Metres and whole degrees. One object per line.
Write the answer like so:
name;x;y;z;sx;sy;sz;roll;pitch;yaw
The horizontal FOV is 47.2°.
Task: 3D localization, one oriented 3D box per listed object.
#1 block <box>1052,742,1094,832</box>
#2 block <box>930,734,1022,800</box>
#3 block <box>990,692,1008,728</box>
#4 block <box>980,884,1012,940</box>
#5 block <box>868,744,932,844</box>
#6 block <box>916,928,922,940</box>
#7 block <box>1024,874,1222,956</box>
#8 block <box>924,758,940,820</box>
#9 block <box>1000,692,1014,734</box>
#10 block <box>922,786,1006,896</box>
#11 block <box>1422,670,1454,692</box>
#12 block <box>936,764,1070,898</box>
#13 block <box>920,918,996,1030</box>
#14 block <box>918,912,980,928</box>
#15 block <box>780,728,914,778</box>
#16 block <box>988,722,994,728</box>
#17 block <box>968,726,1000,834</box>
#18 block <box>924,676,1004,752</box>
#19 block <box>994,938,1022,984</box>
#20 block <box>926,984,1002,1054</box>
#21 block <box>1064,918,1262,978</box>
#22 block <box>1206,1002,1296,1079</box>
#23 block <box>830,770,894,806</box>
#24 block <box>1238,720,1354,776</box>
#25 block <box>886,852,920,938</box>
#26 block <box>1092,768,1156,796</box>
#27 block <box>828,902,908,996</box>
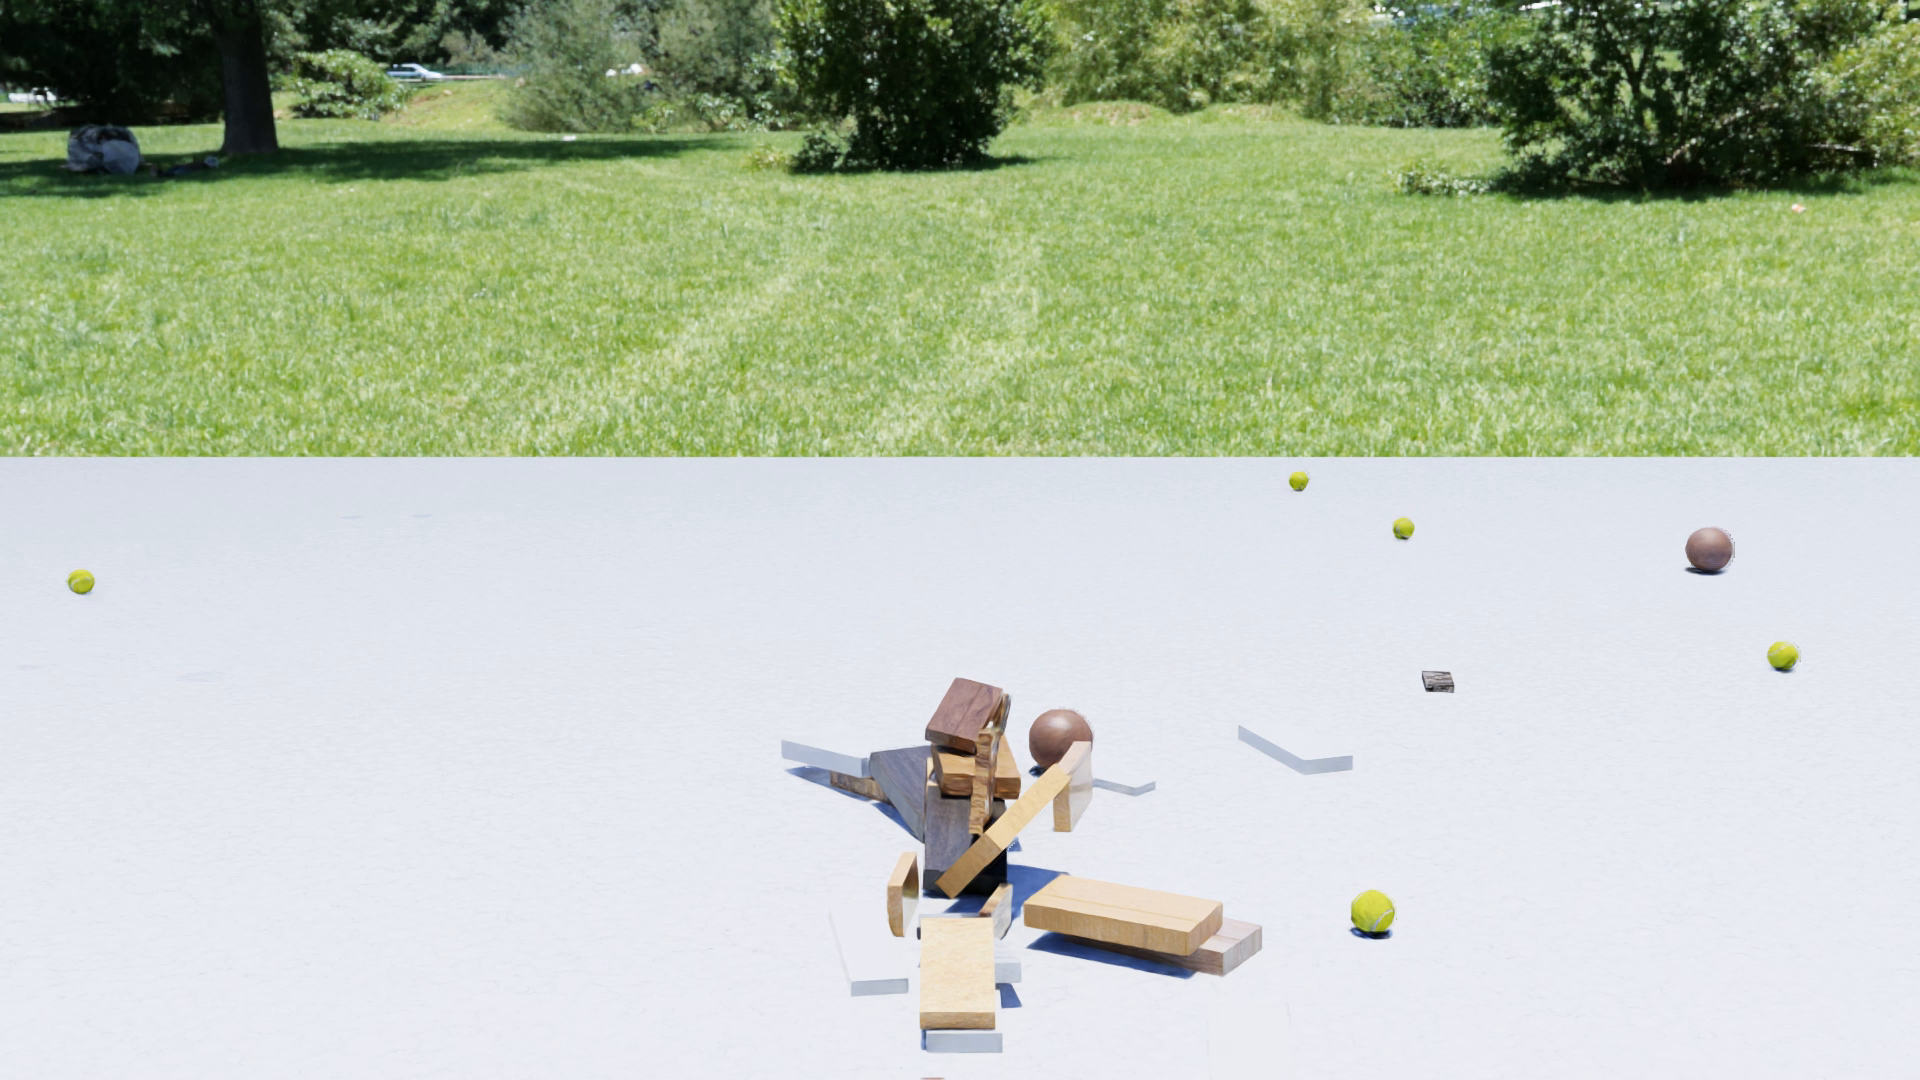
block;0.210;0.456;4.085;0.031;0.109;0.219;-1;10;14
block;0.026;0.403;3.981;0.138;0.039;0.275;5;11;-6
block;0.027;0.367;4.190;0.093;0.185;0.026;16;21;15
block;0.056;0.595;3.456;0.019;0.068;0.136;5;11;14
block;-0.056;0.466;4.052;0.135;0.038;0.270;-5;26;-23
block;-0.019;0.606;3.394;0.068;0.019;0.136;-3;-10;11
block;0.253;0.579;3.405;0.275;0.039;0.138;5;13;28
block;0.007;0.481;3.936;0.138;0.039;0.275;5;24;-3
block;0.037;0.374;4.239;0.093;0.185;0.026;15;13;16
block;0.008;0.513;3.768;0.138;0.039;0.275;6;24;-2
block;1.097;0.325;5.045;0.064;0.018;0.129;1;11;8
block;0.074;0.478;3.635;0.039;0.138;0.293;45;30;6
block;-0.004;0.614;3.127;0.104;0.030;0.209;0;28;0
block;-0.010;0.589;3.414;0.068;0.019;0.136;-5;-10;18
block;-0.218;0.415;4.301;0.135;0.038;0.270;-9;9;-38
block;0.023;0.395;4.165;0.064;0.129;0.018;16;30;15
block;0.041;0.408;3.730;0.024;0.170;0.085;6;3;10
block;0.008;0.318;4.022;0.093;0.026;0.185;14;30;12
block;0.022;0.626;3.277;0.104;0.030;0.209;0;-1;-9
block;0.006;0.674;3.134;0.104;0.030;0.209;0;11;0
block;0.316;0.614;3.432;0.275;0.039;0.138;7;12;32
block;0.390;0.691;2.958;0.109;0.031;0.219;1;18;4
block;-0.110;0.468;4.220;0.135;0.038;0.270;-10;14;-43
block;0.682;0.422;4.489;0.109;0.031;0.283;-4;11;-20
block;-0.091;0.569;3.545;0.024;0.085;0.170;-1;10;7
block;0.306;0.469;4.268;0.135;0.018;0.064;9;14;41
block;-0.144;0.629;3.395;0.085;0.024;0.329;-2;11;-9
